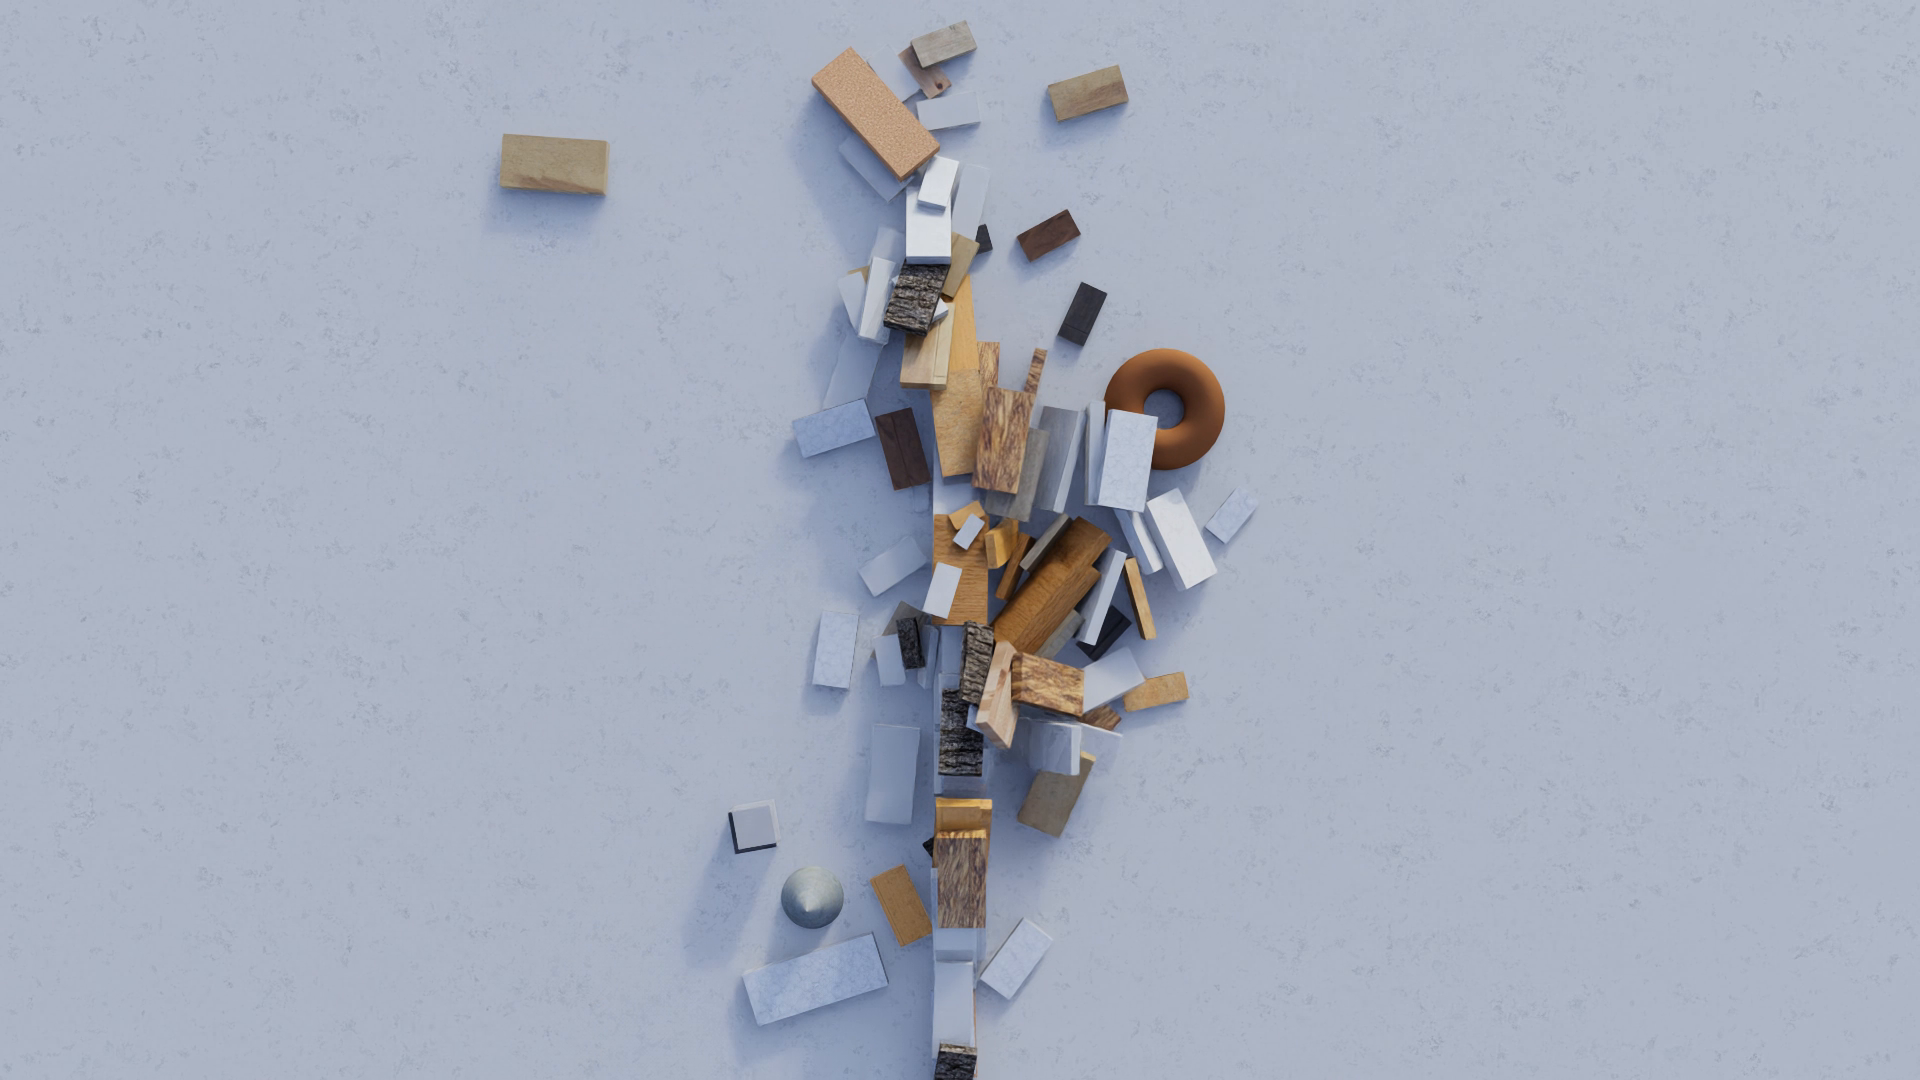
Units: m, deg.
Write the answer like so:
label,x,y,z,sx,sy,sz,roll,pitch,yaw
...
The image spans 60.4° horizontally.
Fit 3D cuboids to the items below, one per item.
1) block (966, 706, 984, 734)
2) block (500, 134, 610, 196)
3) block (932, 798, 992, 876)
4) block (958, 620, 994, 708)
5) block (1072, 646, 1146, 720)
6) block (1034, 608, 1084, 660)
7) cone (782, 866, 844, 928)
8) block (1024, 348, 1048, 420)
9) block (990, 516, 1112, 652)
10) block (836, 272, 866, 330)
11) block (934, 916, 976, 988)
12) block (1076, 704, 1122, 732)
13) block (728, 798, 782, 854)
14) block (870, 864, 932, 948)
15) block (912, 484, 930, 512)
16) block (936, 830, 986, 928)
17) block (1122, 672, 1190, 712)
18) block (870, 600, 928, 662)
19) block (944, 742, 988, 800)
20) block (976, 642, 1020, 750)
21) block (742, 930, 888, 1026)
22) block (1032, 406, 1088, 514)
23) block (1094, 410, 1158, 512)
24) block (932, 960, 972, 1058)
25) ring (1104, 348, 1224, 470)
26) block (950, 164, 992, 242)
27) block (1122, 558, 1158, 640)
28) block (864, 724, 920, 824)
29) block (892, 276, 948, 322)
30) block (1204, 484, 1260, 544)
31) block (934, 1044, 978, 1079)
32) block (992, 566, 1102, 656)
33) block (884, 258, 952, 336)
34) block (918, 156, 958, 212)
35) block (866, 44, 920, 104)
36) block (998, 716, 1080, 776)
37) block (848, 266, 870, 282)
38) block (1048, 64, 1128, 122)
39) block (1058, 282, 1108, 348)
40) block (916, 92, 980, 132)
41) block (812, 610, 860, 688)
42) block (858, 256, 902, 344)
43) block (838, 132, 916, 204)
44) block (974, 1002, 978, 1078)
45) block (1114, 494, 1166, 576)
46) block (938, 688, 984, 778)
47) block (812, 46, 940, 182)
label,x,y,z,sx,sy,sz,roll,pitch,yaw
block,0.080,0.514,5.224,0.098,0.028,0.195,24,59,-27
block,-1.345,-1.246,5.476,0.345,0.049,0.172,4,90,0
block,0.003,0.992,5.319,0.178,0.050,0.356,2,118,-2
block,0.051,0.392,5.215,0.098,0.028,0.266,20,61,-29
block,0.464,0.473,5.447,0.270,0.038,0.135,-28,69,5
block,0.259,0.340,5.422,0.317,0.158,0.045,-49,124,0
cone,-0.492,1.192,5.395,0.209,0.209,0.209,0,90,0
block,0.205,-0.375,5.427,0.041,0.144,0.507,15,90,4
block,0.288,0.150,5.408,0.047,0.167,0.496,41,88,-33
block,-0.337,-0.787,5.427,0.086,0.024,0.173,-20,90,0
block,-0.016,1.354,5.412,0.140,0.040,0.280,0,120,0
block,0.425,0.635,5.470,0.107,0.030,0.214,42,90,0
block,-0.676,0.943,5.431,0.137,0.137,0.137,-10,90,0
block,-0.192,1.213,5.483,0.122,0.035,0.245,-25,90,0
block,-0.131,-0.146,5.493,0.052,0.015,0.104,-6,90,0
block,0.005,1.082,5.255,0.153,0.043,0.346,0,114,0
block,0.647,0.505,5.487,0.216,0.026,0.090,-13,90,0
block,-0.201,0.320,5.485,0.107,0.030,0.214,29,90,0
block,0.015,0.840,5.313,0.137,0.039,0.406,1,112,-1
block,0.137,0.490,5.218,0.043,0.153,0.306,-9,47,31
block,-0.479,1.454,5.475,0.451,0.050,0.178,-18,90,0
block,0.306,-0.266,5.423,0.047,0.167,0.333,15,90,-43
block,0.536,-0.255,5.326,0.156,0.044,0.311,9,88,-12
block,-0.025,1.536,5.393,0.122,0.035,0.315,2,94,0
ring,0.672,-0.430,5.434,0.403,0.134,0.403,0,89,0
block,0.027,-1.094,5.464,0.091,0.026,0.288,13,88,1
block,0.587,0.192,5.432,0.038,0.135,0.270,-16,90,-1
block,-0.224,0.777,5.478,0.153,0.043,0.317,6,90,0
block,-0.131,-0.794,5.379,0.099,0.028,0.198,-29,68,-12
block,0.905,-0.085,5.487,0.090,0.026,0.181,39,90,0
block,-0.029,1.798,5.414,0.122,0.035,0.326,8,114,-3
block,0.283,0.227,5.421,0.406,0.158,0.045,-49,123,0
block,-0.138,-0.803,5.345,0.144,0.041,0.288,14,66,7
block,-0.072,-1.179,5.445,0.096,0.027,0.193,14,64,0
block,-0.221,-1.546,5.487,0.091,0.026,0.183,-36,90,0
block,0.257,0.665,5.363,0.307,0.043,0.153,4,92,43
block,-0.306,-0.814,5.452,0.086,0.024,0.173,-16,90,0
block,0.425,-1.483,5.483,0.245,0.035,0.122,-17,90,0
block,0.407,-0.750,5.486,0.096,0.027,0.193,25,90,0
block,-0.038,-1.422,5.486,0.200,0.028,0.100,-10,90,0
block,-0.412,0.363,5.483,0.122,0.035,0.245,8,90,0
block,-0.264,-0.785,5.410,0.099,0.028,0.274,13,79,-18
block,-0.277,-1.251,5.483,0.122,0.035,0.245,-43,90,0
block,-0.017,1.640,5.480,0.140,0.040,0.280,-2,90,0
block,0.594,-0.050,5.425,0.044,0.156,0.311,-24,90,38
block,0.006,0.609,5.218,0.137,0.039,0.274,3,67,-1
block,-0.279,-1.406,5.446,0.172,0.049,0.450,-41,85,-8
